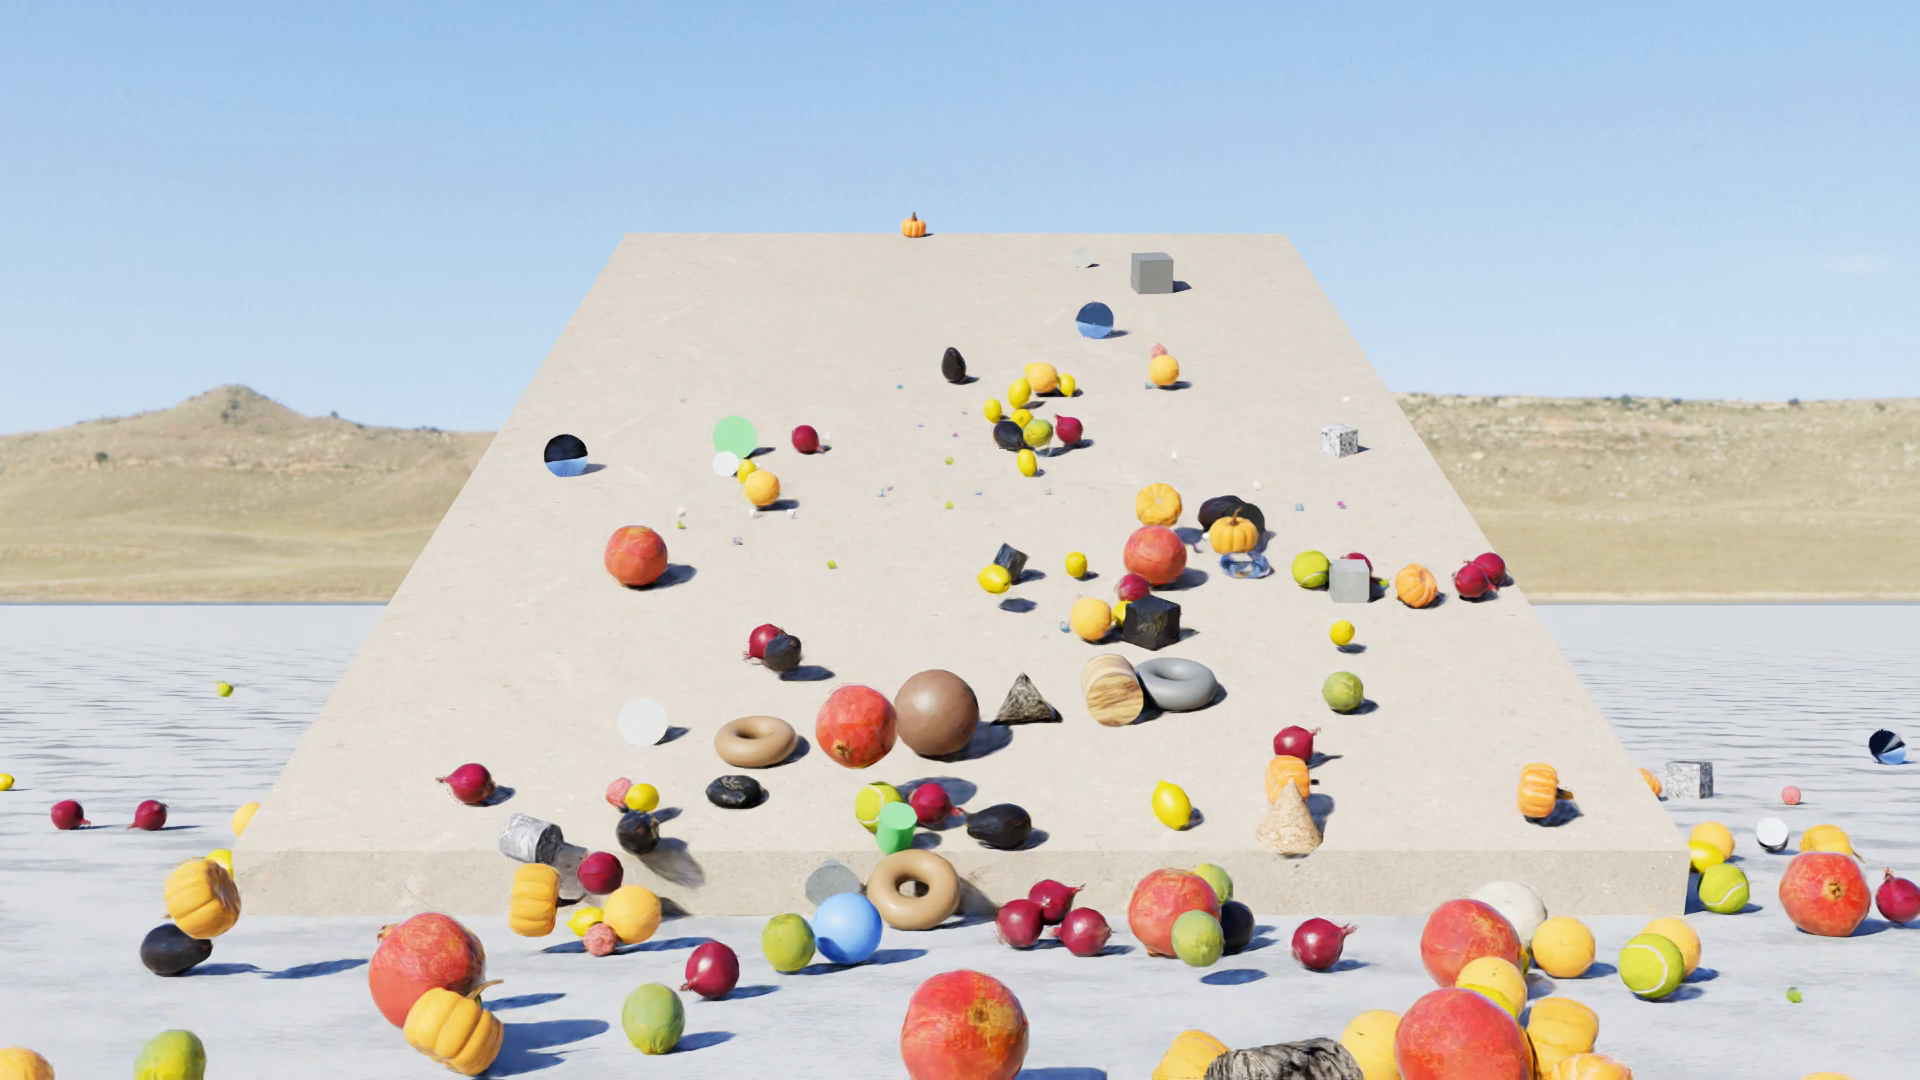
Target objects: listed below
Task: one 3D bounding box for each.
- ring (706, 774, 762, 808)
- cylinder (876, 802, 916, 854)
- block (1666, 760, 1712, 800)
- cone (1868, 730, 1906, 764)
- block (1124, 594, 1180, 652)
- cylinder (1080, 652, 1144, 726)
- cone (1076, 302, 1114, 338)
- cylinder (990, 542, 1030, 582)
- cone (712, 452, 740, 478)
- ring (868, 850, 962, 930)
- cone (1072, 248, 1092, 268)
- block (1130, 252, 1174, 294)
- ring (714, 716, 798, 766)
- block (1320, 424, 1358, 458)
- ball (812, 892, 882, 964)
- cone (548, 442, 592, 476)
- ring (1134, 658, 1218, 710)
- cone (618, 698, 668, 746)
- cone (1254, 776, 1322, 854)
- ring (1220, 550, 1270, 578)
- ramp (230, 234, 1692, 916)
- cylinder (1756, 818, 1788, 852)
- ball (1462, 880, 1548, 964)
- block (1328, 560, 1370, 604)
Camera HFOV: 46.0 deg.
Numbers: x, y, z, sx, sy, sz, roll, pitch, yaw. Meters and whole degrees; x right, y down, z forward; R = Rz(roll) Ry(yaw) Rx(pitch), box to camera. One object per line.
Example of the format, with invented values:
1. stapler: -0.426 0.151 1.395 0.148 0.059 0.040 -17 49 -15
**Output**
1. ring: -0.323 0.360 3.240 0.080 0.027 0.080 1 19 0
2. cylinder: -0.087 0.394 3.089 0.051 0.051 0.051 6 39 -5
3. block: 1.611 0.530 5.000 0.077 0.077 0.077 -1 -2 38
4. cone: 2.455 0.573 6.044 0.100 0.100 0.100 0 -29 -4
5. block: 0.322 0.139 3.796 0.066 0.066 0.066 18 27 41
6. cylinder: 0.235 0.232 3.509 0.087 0.087 0.087 0 20 -4
7. cone: 0.347 -0.545 5.732 0.095 0.095 0.095 0 -7 10
8. cylinder: 0.089 0.040 4.060 0.053 0.053 0.053 28 4 -2
9. cone: -0.479 -0.152 4.664 0.054 0.054 0.054 0 -7 1
10. ring: -0.061 0.467 3.026 0.127 0.042 0.127 0 42 0
11. cone: 0.351 -0.798 6.457 0.059 0.059 0.059 0 -7 6
12. block: 0.522 -0.726 6.159 0.094 0.094 0.094 -3 20 -9
13. ring: -0.305 0.301 3.383 0.125 0.042 0.125 -1 20 0
14. block: 0.802 -0.210 4.786 0.055 0.055 0.055 -14 24 -35
15. ball: -0.135 0.466 2.714 0.085 0.085 0.085 0 -1 0
16. cone: -0.815 -0.167 4.682 0.089 0.089 0.089 1 11 -19
17. ring: 0.337 0.227 3.581 0.141 0.047 0.141 1 20 0
18. cone: -0.482 0.279 3.452 0.075 0.075 0.075 0 -7 -5
19. cone: 0.455 0.368 3.119 0.095 0.095 0.095 0 20 0
20. ring: 0.517 0.045 4.114 0.092 0.031 0.092 1 20 0
21. ramp: -0.005 -0.205 4.997 2.000 0.100 4.000 0 20 0
22. cylinder: 1.388 0.504 3.867 0.050 0.050 0.050 -1 -21 22
23. ball: 0.646 0.452 2.680 0.100 0.100 0.100 0 -1 0
24. block: 0.686 0.074 3.989 0.060 0.060 0.060 0 20 0
